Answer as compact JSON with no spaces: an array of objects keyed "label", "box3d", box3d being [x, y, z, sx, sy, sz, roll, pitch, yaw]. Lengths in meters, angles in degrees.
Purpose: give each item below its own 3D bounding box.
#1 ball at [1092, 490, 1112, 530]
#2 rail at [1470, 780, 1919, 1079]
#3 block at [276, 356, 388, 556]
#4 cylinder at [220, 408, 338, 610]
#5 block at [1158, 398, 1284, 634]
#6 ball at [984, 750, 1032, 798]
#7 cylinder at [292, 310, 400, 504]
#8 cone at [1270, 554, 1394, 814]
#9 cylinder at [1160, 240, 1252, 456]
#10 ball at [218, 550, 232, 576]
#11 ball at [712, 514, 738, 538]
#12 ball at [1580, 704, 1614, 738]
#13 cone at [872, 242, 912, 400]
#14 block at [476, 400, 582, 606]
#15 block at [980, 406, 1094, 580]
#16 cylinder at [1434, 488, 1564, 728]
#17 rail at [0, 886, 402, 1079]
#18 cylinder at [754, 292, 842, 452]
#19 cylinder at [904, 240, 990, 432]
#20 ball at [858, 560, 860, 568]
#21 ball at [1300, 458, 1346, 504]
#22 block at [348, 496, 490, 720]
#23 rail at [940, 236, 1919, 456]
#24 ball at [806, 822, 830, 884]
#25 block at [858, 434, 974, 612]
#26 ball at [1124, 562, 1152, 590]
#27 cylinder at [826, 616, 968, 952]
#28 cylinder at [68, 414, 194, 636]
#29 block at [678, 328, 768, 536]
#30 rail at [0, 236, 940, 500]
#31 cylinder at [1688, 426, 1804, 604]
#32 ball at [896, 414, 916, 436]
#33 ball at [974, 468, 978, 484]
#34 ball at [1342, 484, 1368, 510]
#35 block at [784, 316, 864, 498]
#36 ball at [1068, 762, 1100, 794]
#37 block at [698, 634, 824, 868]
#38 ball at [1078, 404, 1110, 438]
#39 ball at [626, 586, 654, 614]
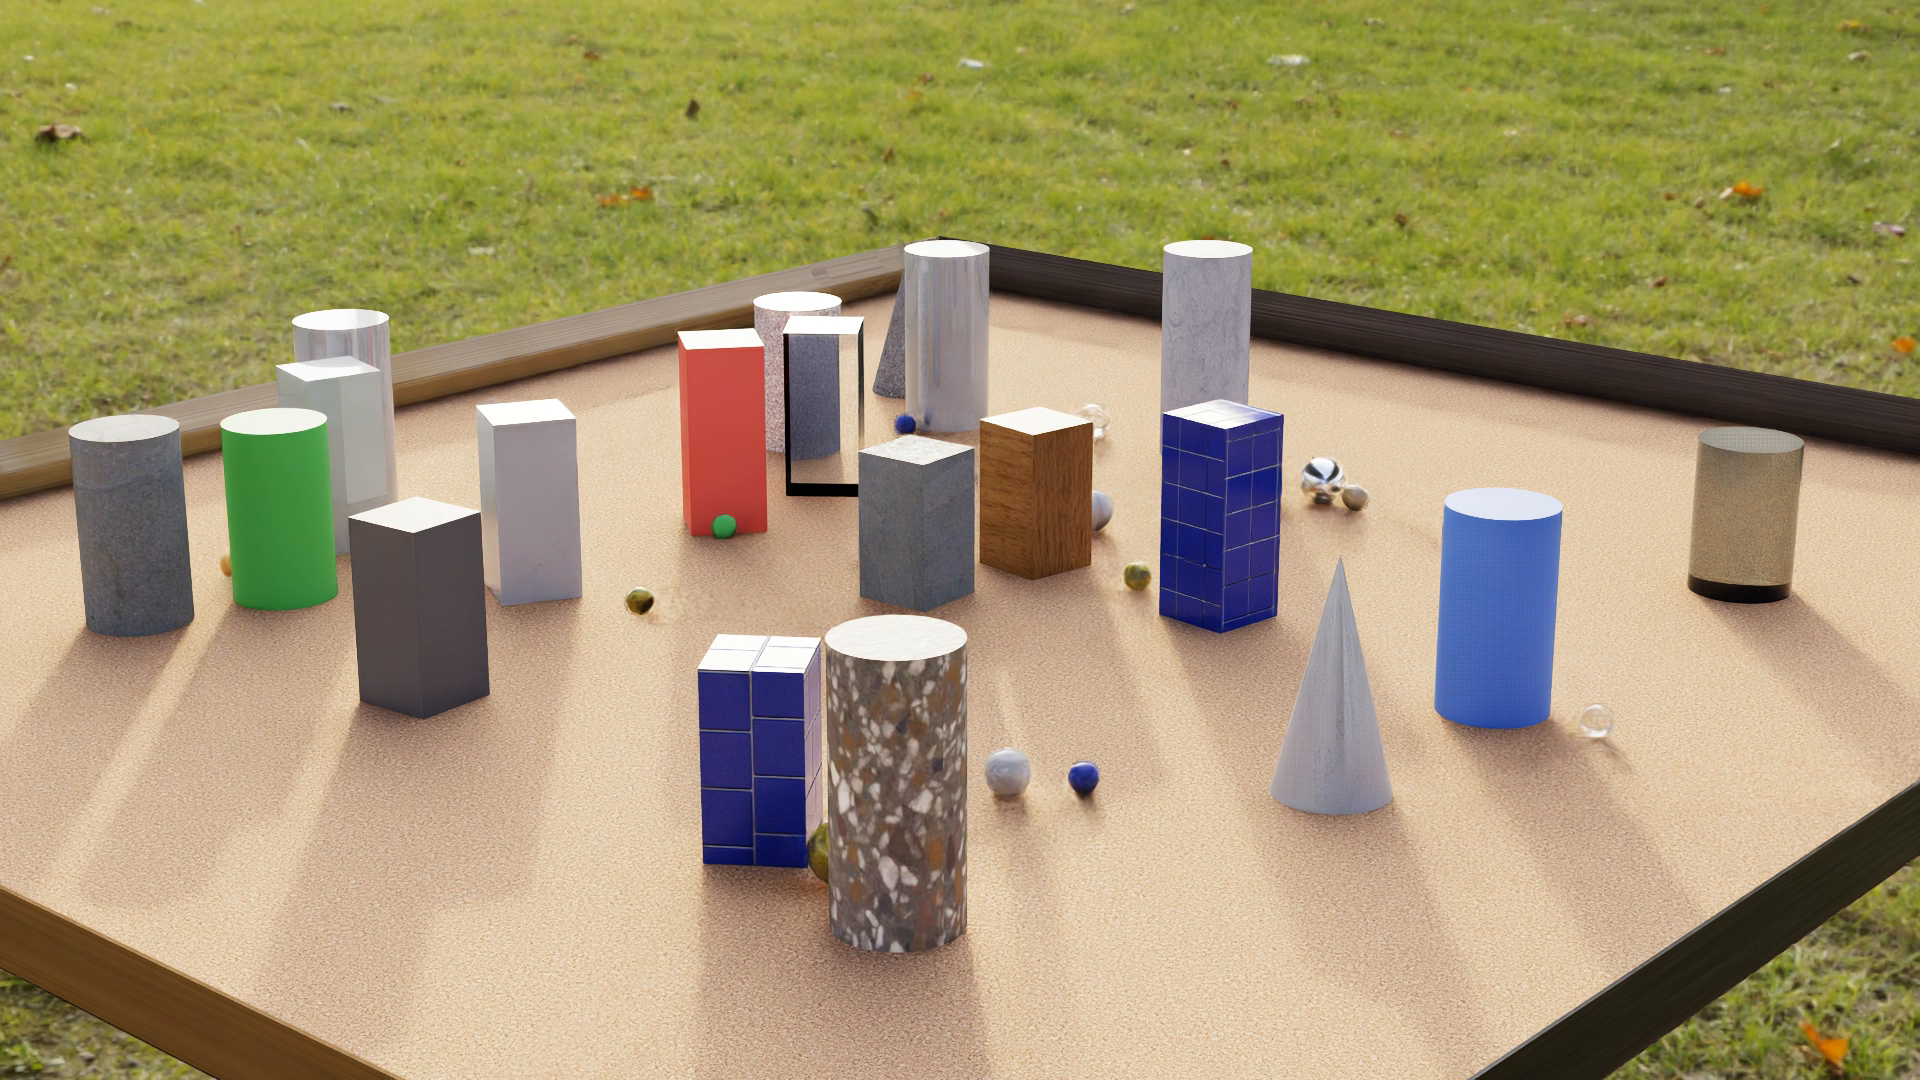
[{"label":"ball","box3d":[0.248,-0.054,5.471,0.074,0.074,0.074,0,17,0]},{"label":"rail","box3d":[1.318,0.361,4.027,0.045,0.116,3.908,14,22,39]},{"label":"block","box3d":[-1.144,-0.153,5.355,0.142,0.330,0.142,-11,20,-33]},{"label":"cylinder","box3d":[-1.174,-0.054,5.061,0.178,0.312,0.178,0,17,0]},{"label":"block","box3d":[0.440,-0.042,4.947,0.142,0.354,0.142,-15,22,-40]},{"label":"ball","box3d":[0.069,0.334,4.201,0.068,0.068,0.068,0,17,0]},{"label":"cylinder","box3d":[-1.168,-0.241,5.582,0.178,0.367,0.178,0,17,0]},{"label":"cone","box3d":[0.535,0.190,4.173,0.178,0.360,0.178,0,17,0]},{"label":"cylinder","box3d":[0.498,-0.381,5.945,0.178,0.425,0.178,0,17,0]},{"label":"ball","box3d":[-1.290,0.041,5.200,0.048,0.048,0.048,0,17,0]},{"label":"ball","box3d":[-0.435,-0.025,5.423,0.045,0.045,0.045,0,17,0]},{"label":"ball","box3d":[0.962,0.274,4.432,0.050,0.050,0.050,0,17,0]},{"label":"cone","box3d":[-0.106,-0.496,6.474,0.178,0.337,0.178,0,17,0]},{"label":"block","box3d":[-0.747,-0.067,5.086,0.142,0.321,0.142,-6,18,-20]},{"label":"block","box3d":[0.135,-0.085,5.240,0.142,0.266,0.142,-14,22,-38]},{"label":"cylinder","box3d":[0.826,0.103,4.507,0.178,0.332,0.178,0,17,0]},{"label":"rail","box3d":[-1.266,0.452,3.727,3.538,0.116,0.045,14,22,39]},{"label":"cylinder","box3d":[-0.333,-0.346,6.049,0.178,0.298,0.178,0,17,0]},{"label":"cylinder","box3d":[-0.027,-0.431,6.197,0.178,0.374,0.178,0,17,0]},{"label":"ball","box3d":[-0.146,0.042,5.171,0.064,0.064,0.064,0,17,0]},{"label":"ball","box3d":[0.698,-0.114,5.645,0.088,0.088,0.088,0,17,0]},{"label":"block","box3d":[-0.840,0.104,4.560,0.142,0.300,0.142,12,21,35]},{"label":"rail","box3d":[1.266,-0.394,6.517,3.538,0.116,0.045,14,22,39]},{"label":"ball","box3d":[-0.159,0.415,3.898,0.089,0.089,0.089,0,17,0]},{"label":"block","box3d":[-0.074,-0.030,5.069,0.142,0.261,0.142,13,21,36]},{"label":"ball","box3d":[0.311,0.063,5.124,0.051,0.051,0.051,0,17,0]},{"label":"cylinder","box3d":[-0.080,0.309,3.731,0.178,0.390,0.178,0,17,0]},{"label":"cylinder","box3d":[-1.390,-0.025,4.923,0.178,0.336,0.178,0,17,0]},{"label":"block","box3d":[-0.443,-0.202,5.473,0.142,0.356,0.142,-3,17,-11]},{"label":"rail","box3d":[-1.318,-0.303,6.217,0.045,0.116,3.908,14,22,39]},{"label":"cylinder","box3d":[1.366,-0.045,5.103,0.178,0.269,0.178,0,17,0]},{"label":"ball","box3d":[-0.114,-0.241,6.140,0.043,0.043,0.043,0,17,0]},{"label":"ball","box3d":[0.010,-0.126,5.750,0.050,0.050,0.050,0,17,0]},{"label":"ball","box3d":[0.755,-0.082,5.607,0.048,0.048,0.048,0,17,0]},{"label":"block","box3d":[-0.264,-0.261,5.719,0.142,0.325,0.142,1,17,3]},{"label":"ball","box3d":[0.177,0.342,4.214,0.045,0.045,0.045,0,17,0]},{"label":"block","box3d":[-0.270,0.287,3.993,0.142,0.280,0.142,2,17,6]},{"label":"ball","box3d":[0.280,-0.249,6.122,0.069,0.069,0.069,0,17,0]},{"label":"ball","box3d":[-0.545,0.103,5.000,0.047,0.047,0.047,0,17,0]}]
